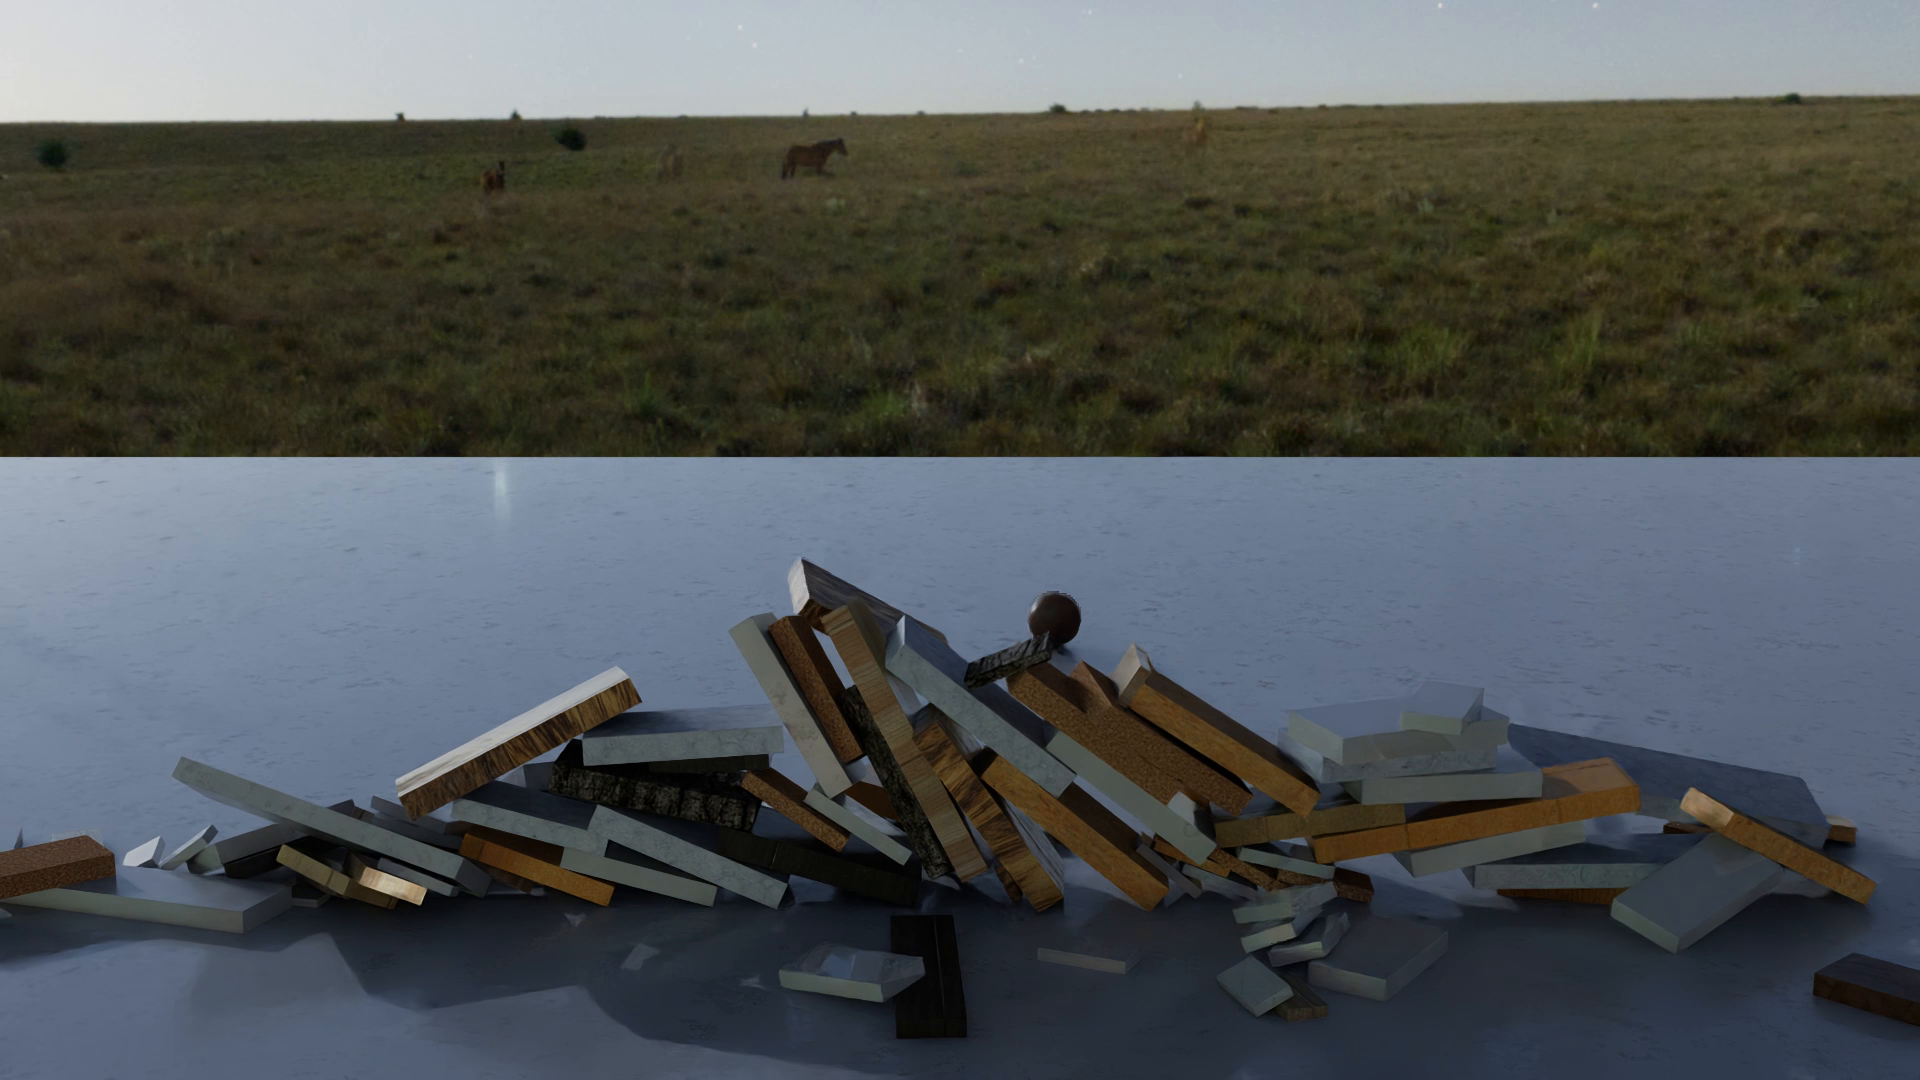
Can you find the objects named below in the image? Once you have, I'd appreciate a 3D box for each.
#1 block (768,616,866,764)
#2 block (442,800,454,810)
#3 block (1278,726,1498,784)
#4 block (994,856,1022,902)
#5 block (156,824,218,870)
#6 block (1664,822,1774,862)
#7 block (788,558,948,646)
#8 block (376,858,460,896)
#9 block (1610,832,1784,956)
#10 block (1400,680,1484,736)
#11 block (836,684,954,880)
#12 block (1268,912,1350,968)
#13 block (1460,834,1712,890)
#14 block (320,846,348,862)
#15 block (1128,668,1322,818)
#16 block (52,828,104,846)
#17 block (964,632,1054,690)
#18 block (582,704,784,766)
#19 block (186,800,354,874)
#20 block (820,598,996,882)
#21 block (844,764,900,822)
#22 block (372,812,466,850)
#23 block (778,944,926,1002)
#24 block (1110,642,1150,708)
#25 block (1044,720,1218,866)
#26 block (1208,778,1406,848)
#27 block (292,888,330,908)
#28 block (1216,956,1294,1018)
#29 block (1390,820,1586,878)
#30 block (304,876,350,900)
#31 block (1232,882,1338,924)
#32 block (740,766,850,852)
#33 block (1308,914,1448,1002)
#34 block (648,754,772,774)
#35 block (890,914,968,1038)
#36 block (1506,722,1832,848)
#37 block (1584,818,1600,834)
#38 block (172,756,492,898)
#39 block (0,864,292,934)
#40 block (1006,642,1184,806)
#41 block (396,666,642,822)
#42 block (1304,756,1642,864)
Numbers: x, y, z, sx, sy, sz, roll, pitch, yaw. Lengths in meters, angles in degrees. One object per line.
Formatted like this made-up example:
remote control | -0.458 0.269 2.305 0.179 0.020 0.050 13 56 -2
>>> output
block | -0.229 0.250 3.699 0.037 0.261 0.131 -30 -6 7
block | -0.763 0.501 3.949 0.450 0.050 0.178 1 10 -11
block | 0.703 0.342 3.623 0.318 0.045 0.159 -3 13 -18
block | 0.083 0.555 3.683 0.018 0.063 0.127 -28 8 8
block | -1.319 0.534 3.723 0.125 0.018 0.063 -36 12 5
block | 1.365 0.531 3.913 0.194 0.028 0.097 10 15 43
block | -0.164 0.163 4.127 0.333 0.047 0.167 29 18 -22
block | -0.871 0.543 3.541 0.125 0.018 0.063 21 -10 2
block | 1.174 0.559 3.501 0.278 0.035 0.122 -22 36 -33
block | 0.784 0.272 3.571 0.097 0.028 0.194 6 14 22
block | -0.090 0.402 3.711 0.049 0.344 0.172 -29 -9 7
block | 0.536 0.612 3.373 0.086 0.024 0.171 -17 -1 23
block | 1.078 0.535 3.665 0.475 0.042 0.147 0 11 0
block | -1.057 0.540 3.876 0.157 0.022 0.078 -3 11 -14
block | 0.424 0.322 3.615 0.348 0.047 0.167 32 9 -7
block | -1.549 0.542 3.864 0.078 0.022 0.157 -5 12 -25
block | 0.079 0.196 3.541 0.143 0.020 0.072 -22 15 14
block | -0.457 0.322 3.652 0.324 0.046 0.162 -3 9 -5
block | -1.184 0.514 3.789 0.260 0.037 0.130 -16 -6 -44
block | -0.080 0.329 3.669 0.049 0.490 0.172 -29 -2 7
block | -0.070 0.455 4.069 0.178 0.050 0.355 14 8 25
block | -0.899 0.483 3.674 0.153 0.022 0.077 14 4 -3
block | -0.160 0.637 3.240 0.198 0.028 0.099 -1 14 38
block | 0.276 0.219 3.572 0.020 0.072 0.143 32 11 -7
block | 0.280 0.401 3.642 0.322 0.046 0.161 37 10 -6
block | 0.575 0.447 3.672 0.309 0.044 0.154 -9 11 4
block | -1.093 0.590 3.633 0.092 0.013 0.046 2 11 12
block | 0.430 0.652 3.216 0.063 0.018 0.127 -28 17 -11
block | 0.871 0.489 3.659 0.293 0.042 0.147 -11 11 -4
block | -1.044 0.572 3.632 0.046 0.013 0.092 28 -11 -37
block | 0.511 0.571 3.463 0.086 0.024 0.171 -20 -4 -27
block | -0.269 0.438 3.644 0.196 0.028 0.098 35 8 -4
block | 0.637 0.633 3.341 0.122 0.035 0.245 7 13 33
block | -0.412 0.358 3.646 0.196 0.028 0.098 -3 9 -1
block | -0.050 0.647 3.286 0.099 0.028 0.415 -1 11 -3
block | 1.228 0.429 3.860 0.560 0.045 0.159 11 26 -4
block | 1.095 0.489 4.123 0.118 0.033 0.753 1 11 6
block | -1.041 0.475 3.643 0.545 0.037 0.131 16 -19 15
block | -1.348 0.581 3.617 0.491 0.037 0.130 3 11 18
block | 0.215 0.299 3.604 0.322 0.046 0.161 36 10 -12
block | -0.733 0.334 3.646 0.412 0.046 0.162 -28 11 -13
block | 0.843 0.449 3.661 0.534 0.044 0.154 -10 11 2
